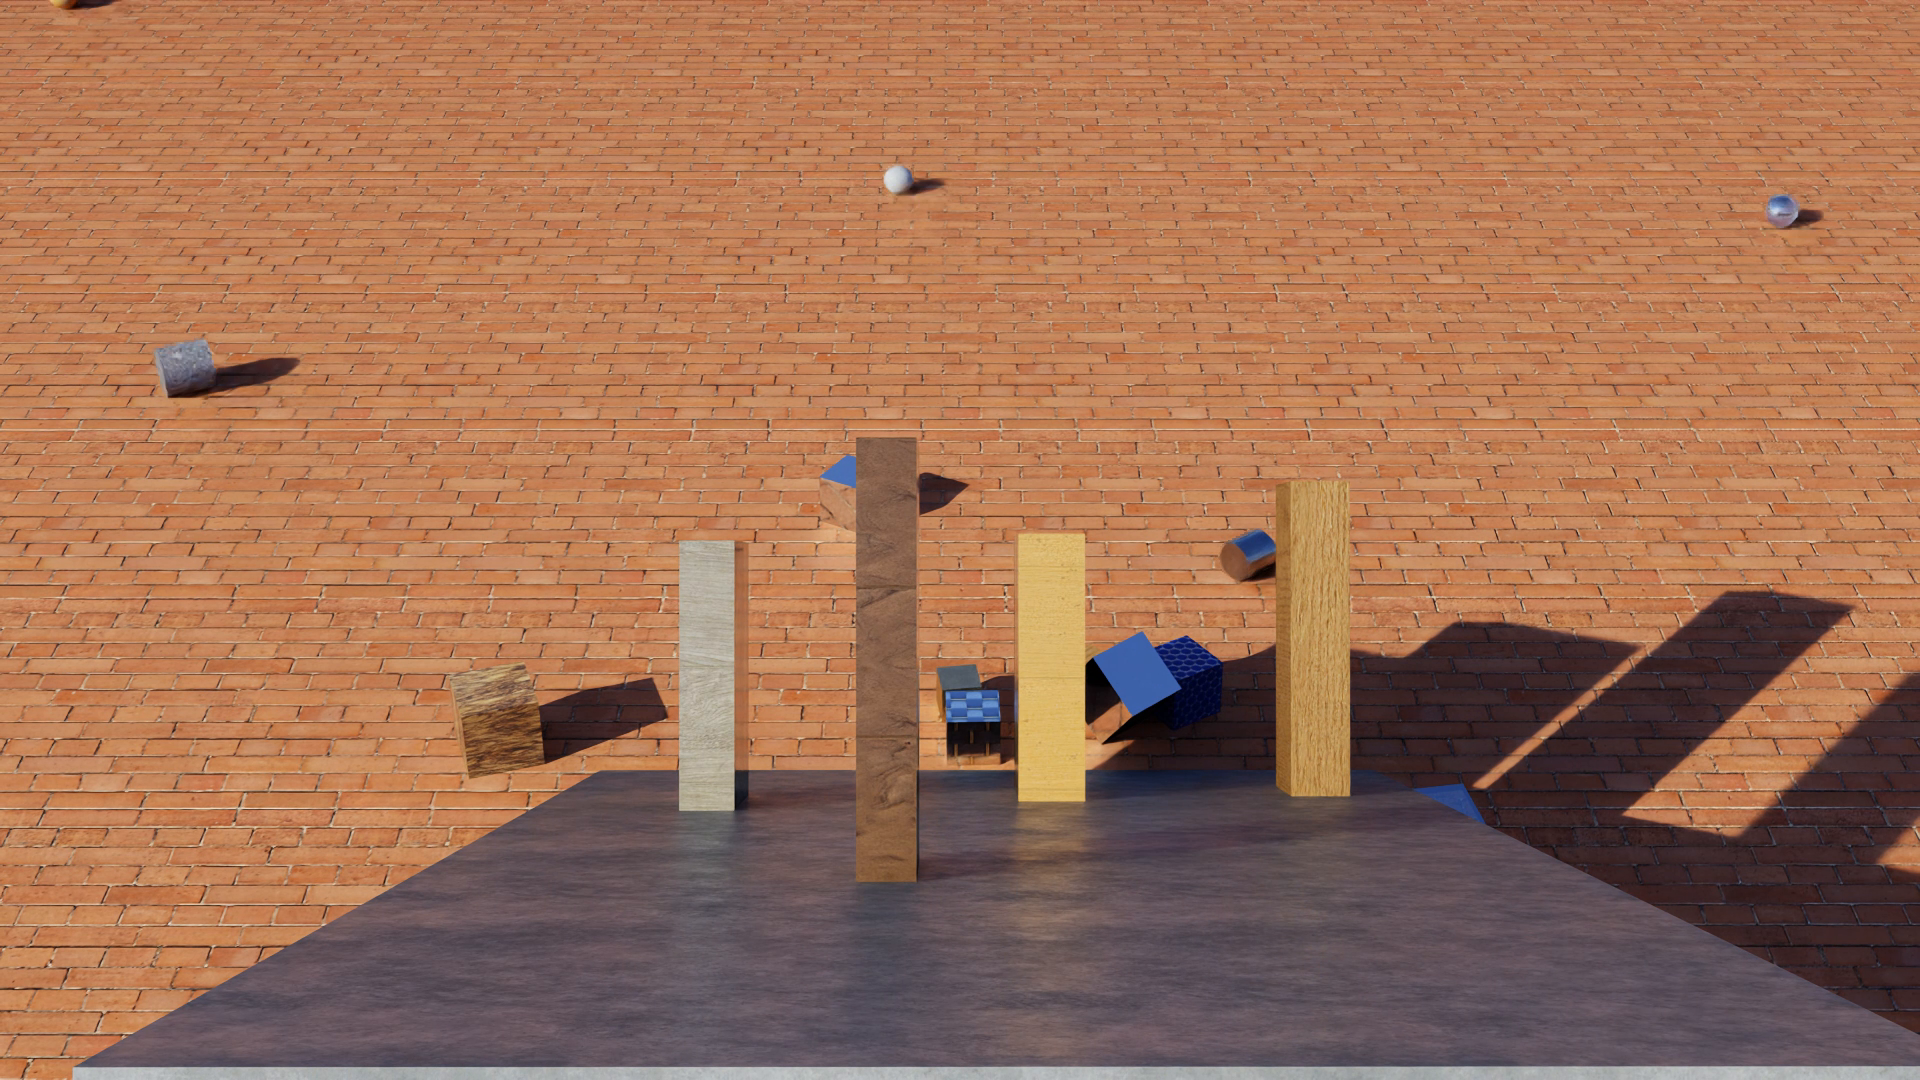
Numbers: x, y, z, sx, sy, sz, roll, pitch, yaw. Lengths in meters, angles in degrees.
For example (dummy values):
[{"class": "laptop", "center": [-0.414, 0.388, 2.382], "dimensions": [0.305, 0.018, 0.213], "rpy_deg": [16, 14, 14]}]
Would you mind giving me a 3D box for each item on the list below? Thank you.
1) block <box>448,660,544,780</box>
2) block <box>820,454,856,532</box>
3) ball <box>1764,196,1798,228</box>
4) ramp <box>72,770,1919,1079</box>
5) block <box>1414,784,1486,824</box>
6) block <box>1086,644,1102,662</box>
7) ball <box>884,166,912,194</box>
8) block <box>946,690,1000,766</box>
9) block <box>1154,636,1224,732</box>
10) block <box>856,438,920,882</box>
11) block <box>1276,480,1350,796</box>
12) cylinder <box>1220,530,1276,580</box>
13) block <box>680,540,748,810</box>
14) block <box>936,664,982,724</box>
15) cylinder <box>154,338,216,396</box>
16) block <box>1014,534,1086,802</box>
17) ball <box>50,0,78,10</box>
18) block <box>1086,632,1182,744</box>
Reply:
[{"class": "block", "center": [-1.229, 0.476, 6.872], "dimensions": [0.202, 0.202, 0.202], "rpy_deg": [-10, 33, -16]}, {"class": "block", "center": [-0.318, -0.139, 7.908], "dimensions": [0.158, 0.158, 0.158], "rpy_deg": [17, 36, 26]}, {"class": "ball", "center": [3.079, -1.232, 9.711], "dimensions": [0.119, 0.119, 0.119], "rpy_deg": [0, 32, 0]}, {"class": "ramp", "center": [0.071, 0.623, 4.710], "dimensions": [2.000, 0.100, 4.000], "rpy_deg": [0, -1, 0]}, {"class": "block", "center": [1.198, 0.736, 6.483], "dimensions": [0.169, 0.169, 0.169], "rpy_deg": [-5, 32, -9]}, {"class": "block", "center": [0.354, 0.371, 7.132], "dimensions": [0.107, 0.107, 0.107], "rpy_deg": [-26, 40, -35]}, {"class": "ball", "center": [-0.237, -1.384, 9.964], "dimensions": [0.111, 0.111, 0.111], "rpy_deg": [0, 32, 0]}, {"class": "block", "center": [0.034, 0.500, 6.892], "dimensions": [0.142, 0.142, 0.142], "rpy_deg": [-1, 32, -1]}, {"class": "block", "center": [0.599, 0.388, 7.052], "dimensions": [0.162, 0.162, 0.162], "rpy_deg": [-19, 37, -28]}, {"class": "block", "center": [-0.123, 0.201, 4.470], "dimensions": [0.101, 0.741, 0.305], "rpy_deg": [0, -1, 0]}, {"class": "block", "center": [0.826, 0.227, 6.076], "dimensions": [0.135, 0.722, 0.279], "rpy_deg": [0, -1, 0]}, {"class": "cylinder", "center": [0.853, 0.046, 7.648], "dimensions": [0.118, 0.118, 0.118], "rpy_deg": [-23, 39, -32]}, {"class": "block", "center": [-0.547, 0.294, 5.781], "dimensions": [0.119, 0.582, 0.380], "rpy_deg": [0, -1, 0]}, {"class": "block", "center": [-0.003, 0.418, 7.055], "dimensions": [0.109, 0.109, 0.109], "rpy_deg": [-5, 32, -8]}, {"class": "cylinder", "center": [-2.571, -0.572, 8.601], "dimensions": [0.163, 0.163, 0.163], "rpy_deg": [-14, 35, -22]}, {"class": "block", "center": [0.206, 0.288, 6.034], "dimensions": [0.149, 0.600, 0.450], "rpy_deg": [0, -1, 0]}, {"class": "ball", "center": [-4.043, -2.467, 11.682], "dimensions": [0.143, 0.143, 0.143], "rpy_deg": [0, 32, 0]}, {"class": "block", "center": [0.433, 0.396, 6.945], "dimensions": [0.187, 0.187, 0.187], "rpy_deg": [-26, 76, -35]}]
